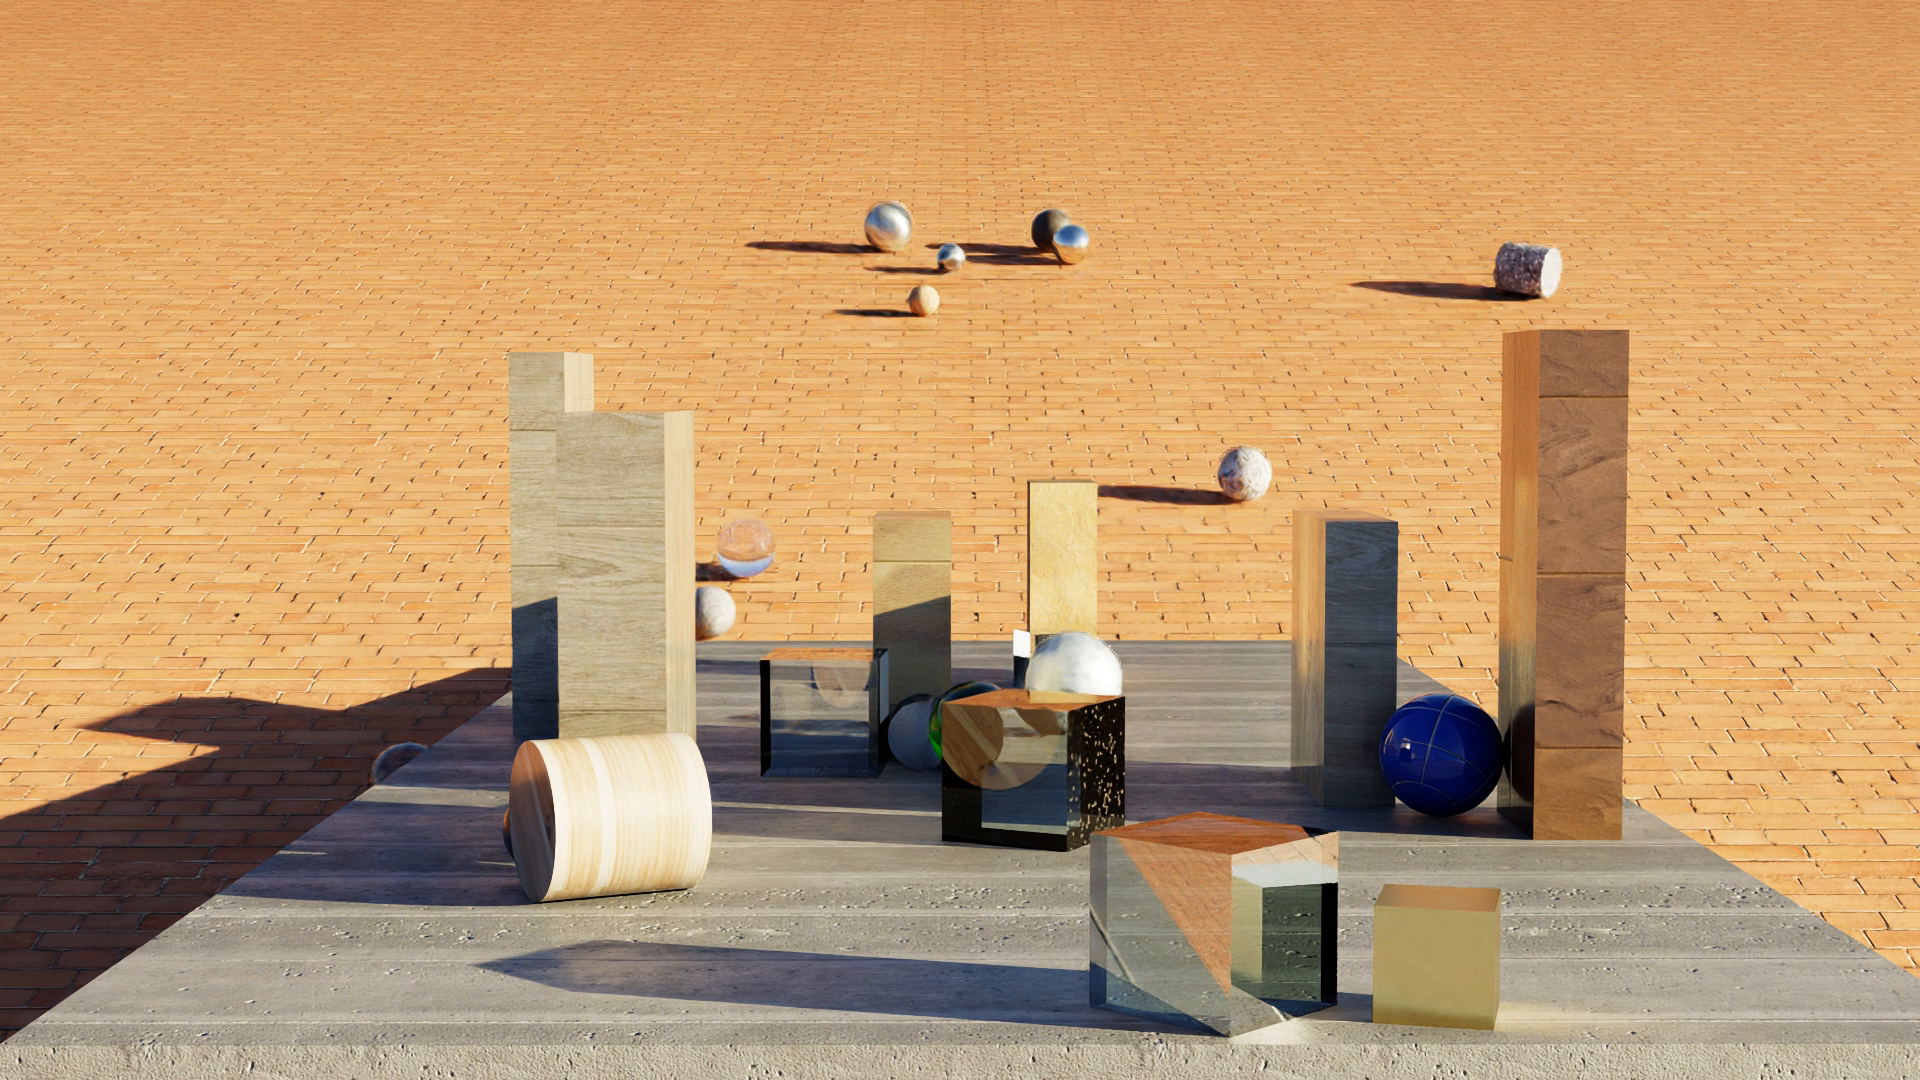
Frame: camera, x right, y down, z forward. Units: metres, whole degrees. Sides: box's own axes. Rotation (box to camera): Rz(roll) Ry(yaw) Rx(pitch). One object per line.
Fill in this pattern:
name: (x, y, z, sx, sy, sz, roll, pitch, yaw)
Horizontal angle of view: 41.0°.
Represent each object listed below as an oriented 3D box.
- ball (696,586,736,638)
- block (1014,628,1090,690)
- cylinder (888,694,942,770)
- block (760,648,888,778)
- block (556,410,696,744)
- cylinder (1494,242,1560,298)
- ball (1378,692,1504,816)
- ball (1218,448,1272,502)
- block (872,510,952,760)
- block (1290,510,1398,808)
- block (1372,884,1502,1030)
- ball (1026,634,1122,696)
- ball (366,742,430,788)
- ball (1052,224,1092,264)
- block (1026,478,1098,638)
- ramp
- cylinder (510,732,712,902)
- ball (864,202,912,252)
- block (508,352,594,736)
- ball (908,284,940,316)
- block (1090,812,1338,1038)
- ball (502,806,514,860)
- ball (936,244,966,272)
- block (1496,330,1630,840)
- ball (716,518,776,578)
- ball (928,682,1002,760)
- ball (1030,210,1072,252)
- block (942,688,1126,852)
ball: (-0.662, 0.190, 6.779, 0.139, 0.139, 0.139, 0, 20, 0)
block: (0.195, 0.256, 5.495, 0.124, 0.124, 0.124, -1, 4, -20)
cylinder: (-0.064, 0.327, 4.395, 0.116, 0.116, 0.116, 0, 3, 0)
block: (-0.227, 0.290, 4.344, 0.195, 0.195, 0.195, 0, 3, 4)
block: (-0.469, 0.124, 3.651, 0.145, 0.613, 0.392, 0, 3, 0)
cylinder: (2.230, -1.063, 10.093, 0.195, 0.195, 0.195, 13, 24, 33)
ball: (0.725, 0.323, 3.869, 0.187, 0.187, 0.187, 0, 20, 0)
ball: (0.864, -0.198, 7.801, 0.163, 0.163, 0.163, 0, 20, 0)
block: (-0.083, 0.163, 4.602, 0.135, 0.417, 0.318, 0, 3, 0)
block: (0.614, 0.180, 4.129, 0.111, 0.440, 0.385, 0, 3, 0)
block: (0.495, 0.430, 2.658, 0.121, 0.121, 0.121, 1, 4, 15)
ball: (0.214, 0.267, 4.837, 0.182, 0.182, 0.182, 0, 20, 0)
ball: (-1.235, 0.544, 5.752, 0.183, 0.183, 0.183, 0, 20, 0)
ball: (0.459, -1.218, 10.573, 0.163, 0.163, 0.163, 0, 20, 0)
block: (0.224, 0.088, 5.684, 0.145, 0.436, 0.240, 0, 3, 0)
ramp: (0.047, 0.426, 4.533, 2.000, 0.100, 4.000, 0, 3, 0)
cylinder: (-0.448, 0.352, 3.280, 0.203, 0.203, 0.203, -2, 19, -26)
ball: (-0.301, -1.312, 10.769, 0.206, 0.206, 0.206, 0, 20, 0)
block: (-0.780, -0.003, 4.936, 0.103, 0.710, 0.380, 0, 3, 0)
ball: (-0.138, -0.915, 9.812, 0.119, 0.119, 0.119, 0, 20, 0)
block: (0.265, 0.397, 2.684, 0.184, 0.184, 0.184, 3, 5, 43)
ball: (-0.545, 0.384, 3.410, 0.122, 0.122, 0.122, 0, 20, 0)
ball: (-0.037, -1.146, 10.440, 0.119, 0.119, 0.119, 0, 20, 0)
block: (0.881, 0.058, 3.770, 0.126, 0.727, 0.248, 0, 3, 0)
ball: (-0.599, 0.023, 7.193, 0.166, 0.166, 0.166, 0, 20, 0)
ball: (0.027, 0.313, 4.266, 0.158, 0.158, 0.158, 0, 20, 0)
ball: (0.385, -1.296, 10.759, 0.181, 0.181, 0.181, 0, 20, 0)
block: (0.107, 0.328, 3.701, 0.197, 0.197, 0.197, 2, 4, 28)
